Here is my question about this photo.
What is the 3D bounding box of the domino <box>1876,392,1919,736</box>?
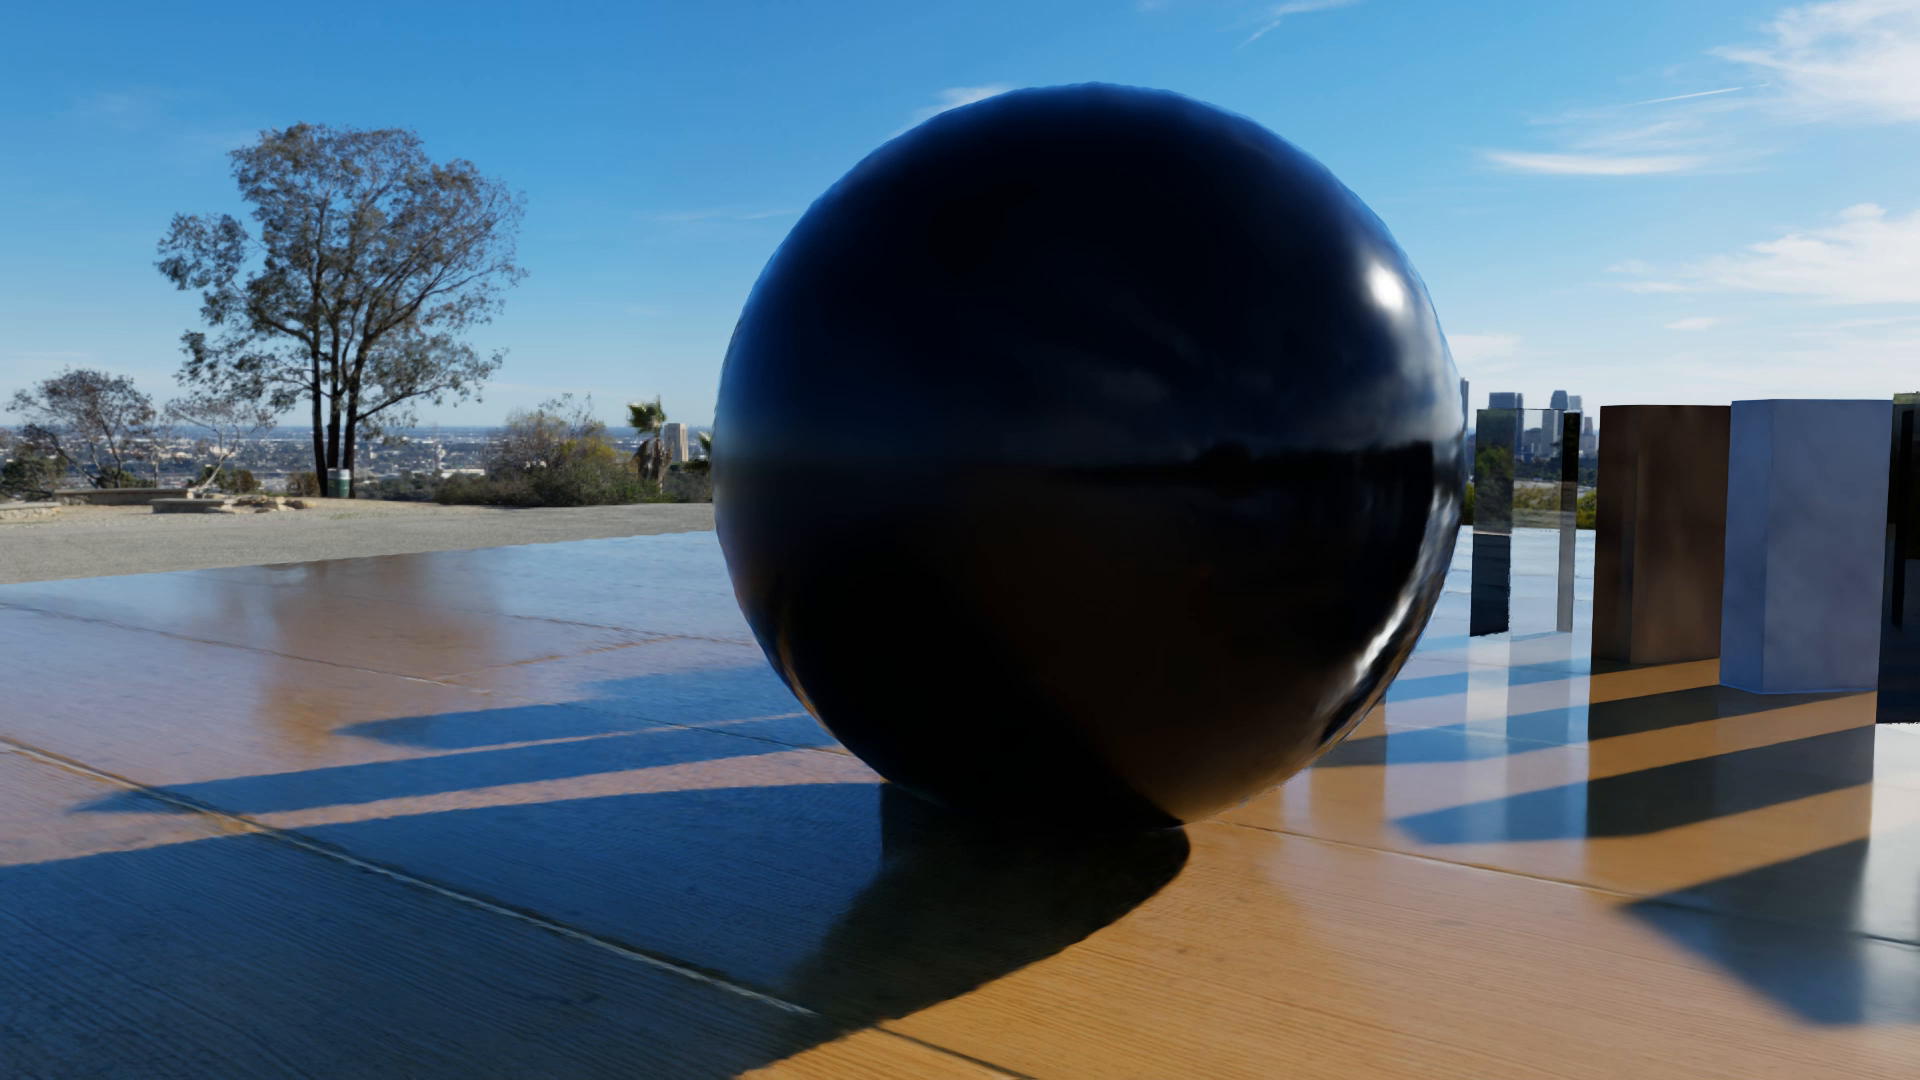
[{"bbox_3d":[0.152,0.003,0.190,0.025,0.050,0.009,-1,4,-7],"label":"domino"}]

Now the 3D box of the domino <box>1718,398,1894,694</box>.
[{"bbox_3d":[0.148,0.001,0.223,0.025,0.050,0.009,-1,4,-10],"label":"domino"}]

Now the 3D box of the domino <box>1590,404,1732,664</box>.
[{"bbox_3d":[0.140,-0.002,0.255,0.025,0.050,0.009,-1,5,-19],"label":"domino"}]

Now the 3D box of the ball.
[{"bbox_3d":[0.013,-0.008,0.142,0.080,0.080,0.080,0,4,0],"label":"ball"}]

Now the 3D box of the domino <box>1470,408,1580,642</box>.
[{"bbox_3d":[0.125,-0.004,0.284,0.025,0.050,0.009,-3,5,-35],"label":"domino"}]
